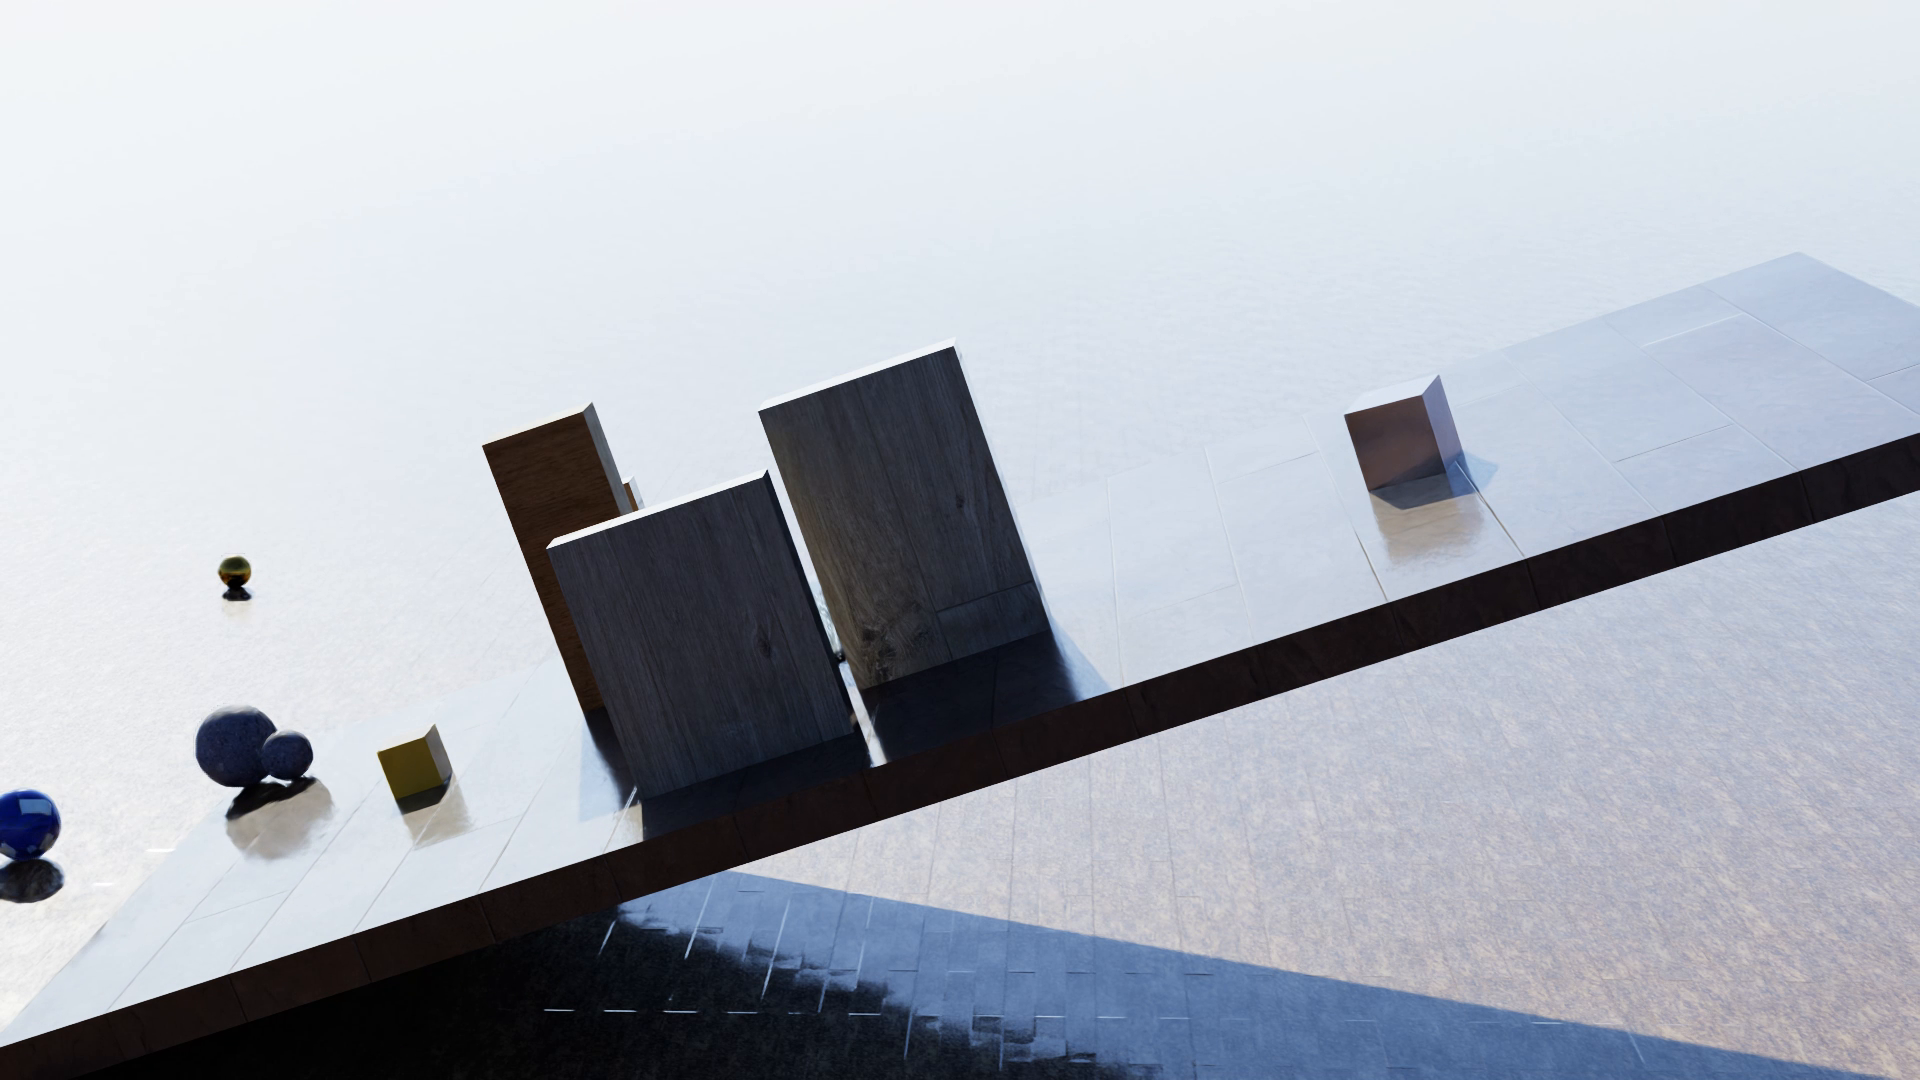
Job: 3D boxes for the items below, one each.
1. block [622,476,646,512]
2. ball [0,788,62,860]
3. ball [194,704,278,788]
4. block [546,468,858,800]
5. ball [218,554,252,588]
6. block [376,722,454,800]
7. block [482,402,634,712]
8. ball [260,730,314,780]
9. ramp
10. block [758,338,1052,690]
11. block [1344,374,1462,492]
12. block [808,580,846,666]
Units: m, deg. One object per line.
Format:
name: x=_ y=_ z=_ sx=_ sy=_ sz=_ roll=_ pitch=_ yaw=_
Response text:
block: x=-0.838 y=0.077 z=7.103 sx=0.243 sy=0.404 sz=0.084 roll=-18 pitch=11 yaw=6
ball: x=-2.207 y=0.669 z=6.931 sx=0.173 sy=0.173 sz=0.173 roll=0 pitch=12 yaw=0
ball: x=-1.750 y=0.499 z=7.124 sx=0.203 sy=0.203 sz=0.203 roll=0 pitch=12 yaw=0
block: x=-0.493 y=0.183 z=5.657 sx=0.438 sy=0.525 sz=0.091 roll=-18 pitch=11 yaw=6
ball: x=-2.395 y=0.103 z=9.716 sx=0.111 sy=0.111 sz=0.111 roll=0 pitch=12 yaw=0
block: x=-1.200 y=0.487 z=6.475 sx=0.114 sy=0.114 sz=0.114 roll=-18 pitch=11 yaw=5
block: x=-0.842 y=0.039 z=6.648 sx=0.240 sy=0.648 sz=0.141 roll=-18 pitch=11 yaw=6
ball: x=-1.607 y=0.513 z=7.022 sx=0.122 sy=0.122 sz=0.122 roll=0 pitch=12 yaw=0
ramp: x=0.107 y=0.180 z=6.305 sx=4.000 sy=0.100 sz=2.000 roll=-18 pitch=11 yaw=6
block: x=-0.107 y=-0.052 z=5.938 sx=0.412 sy=0.606 sz=0.122 roll=-18 pitch=11 yaw=6
block: x=0.930 y=-0.225 z=6.165 sx=0.172 sy=0.172 sz=0.172 roll=-14 pitch=12 yaw=25
block: x=-0.326 y=0.188 z=6.327 sx=0.158 sy=0.158 sz=0.158 roll=-14 pitch=12 yaw=26
